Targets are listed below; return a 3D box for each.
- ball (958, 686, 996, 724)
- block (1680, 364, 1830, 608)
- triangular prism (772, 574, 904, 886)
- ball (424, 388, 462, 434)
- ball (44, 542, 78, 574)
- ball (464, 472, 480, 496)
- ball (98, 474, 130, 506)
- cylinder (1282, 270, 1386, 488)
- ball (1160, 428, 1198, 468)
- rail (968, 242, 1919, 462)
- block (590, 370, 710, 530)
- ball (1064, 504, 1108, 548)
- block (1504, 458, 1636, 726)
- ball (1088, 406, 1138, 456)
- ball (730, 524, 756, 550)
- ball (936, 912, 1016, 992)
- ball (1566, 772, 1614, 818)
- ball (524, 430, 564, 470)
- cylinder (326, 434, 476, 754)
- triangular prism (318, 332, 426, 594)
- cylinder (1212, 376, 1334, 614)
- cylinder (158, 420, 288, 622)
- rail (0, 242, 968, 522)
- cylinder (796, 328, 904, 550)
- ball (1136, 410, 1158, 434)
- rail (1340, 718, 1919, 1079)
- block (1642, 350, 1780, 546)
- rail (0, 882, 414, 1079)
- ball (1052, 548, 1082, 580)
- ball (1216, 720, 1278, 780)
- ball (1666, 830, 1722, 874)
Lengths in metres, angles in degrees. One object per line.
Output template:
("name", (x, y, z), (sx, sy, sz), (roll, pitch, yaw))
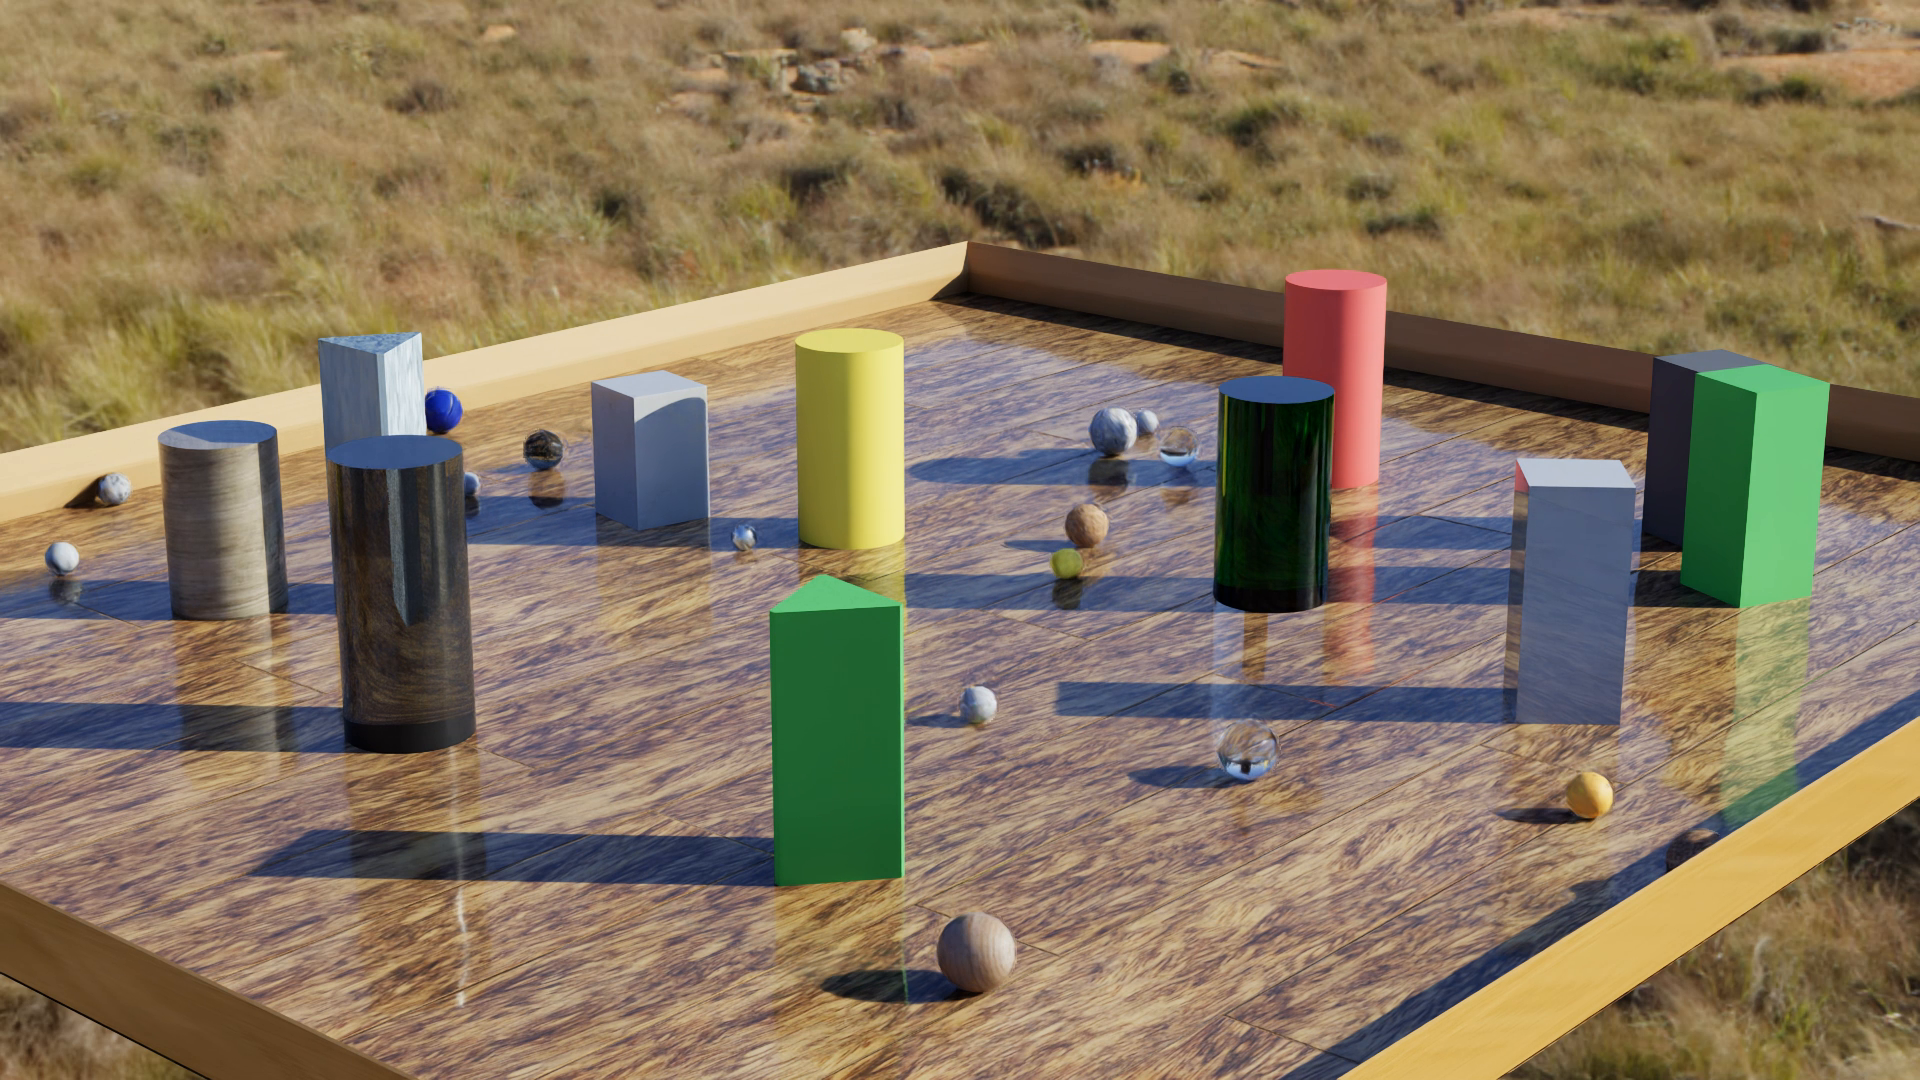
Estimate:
("ball", (0.027, 0.253, 4.514), (0.058, 0.058, 0.058), (0, 17, 0))
("block", (1.383, -0.096, 5.110), (0.159, 0.382, 0.159), (-8, 19, -25))
("triangular prism", (-0.173, 0.252, 3.950), (0.172, 0.385, 0.149), (-3, 17, -10))
("ball", (-1.099, -0.273, 6.199), (0.094, 0.094, 0.094), (0, 17, 0))
("ball", (-1.607, 0.032, 5.244), (0.059, 0.059, 0.059), (0, 17, 0))
("ball", (-0.963, -0.110, 5.743), (0.044, 0.044, 0.044), (0, 17, 0))
("ball", (-1.638, -0.098, 5.674), (0.061, 0.061, 0.061), (0, 17, 0))
("cylinder", (0.740, -0.322, 5.829), (0.199, 0.400, 0.199), (0, 17, 0))
("ball", (0.444, -0.188, 5.940), (0.079, 0.079, 0.079), (0, 17, 0))
("rail", (1.265, -0.388, 6.514), (3.342, 0.129, 0.045), (14, 22, 39))
("block", (-0.589, -0.172, 5.581), (0.159, 0.257, 0.159), (-12, 21, -35))
("ball", (0.233, -0.027, 5.405), (0.080, 0.080, 0.080), (0, 17, 0))
("block", (0.940, 0.079, 4.535), (0.159, 0.380, 0.159), (1, 17, 3))
("ball", (0.315, -0.224, 6.025), (0.099, 0.099, 0.099), (0, 17, 0))
("ball", (-0.397, -0.005, 5.390), (0.047, 0.047, 0.047), (0, 17, 0))
("ball", (0.020, 0.506, 3.605), (0.097, 0.097, 0.097), (0, 17, 0))
("ball", (0.890, 0.361, 4.144), (0.065, 0.065, 0.065), (0, 17, 0))
("ball", (-0.840, -0.182, 5.923), (0.079, 0.079, 0.079), (0, 17, 0))
("cylinder", (-0.840, 0.080, 4.422), (0.199, 0.442, 0.199), (0, 17, 0))
("triangular prism", (-0.981, -0.123, 5.068), (0.172, 0.459, 0.149), (15, 22, 40))
("cylinder", (0.542, -0.080, 5.077), (0.199, 0.372, 0.199), (0, 17, 0))
("cylinder", (-1.267, -0.035, 5.047), (0.199, 0.303, 0.199), (0, 17, 0))
("rail", (-1.244, -0.279, 6.154), (0.045, 0.129, 3.905), (14, 22, 39))
("cylinder", (-0.203, -0.189, 5.438), (0.199, 0.372, 0.199), (0, 17, 0))
("ball", (0.394, -0.249, 6.199), (0.048, 0.048, 0.048), (0, 17, 0))
("rail", (1.244, 0.344, 4.086), (0.045, 0.129, 3.905), (14, 22, 39))
("block", (1.388, -0.167, 5.432), (0.159, 0.333, 0.159), (-8, 18, -24))
("rail", (-1.265, 0.452, 3.725), (3.342, 0.129, 0.045), (14, 22, 39))
("ball", (0.191, 0.042, 5.219), (0.056, 0.056, 0.056), (0, 17, 0))
("ball", (0.420, 0.307, 4.282), (0.089, 0.089, 0.089), (0, 17, 0))
("ball", (0.979, 0.427, 3.889), (0.085, 0.085, 0.085), (0, 17, 0))
